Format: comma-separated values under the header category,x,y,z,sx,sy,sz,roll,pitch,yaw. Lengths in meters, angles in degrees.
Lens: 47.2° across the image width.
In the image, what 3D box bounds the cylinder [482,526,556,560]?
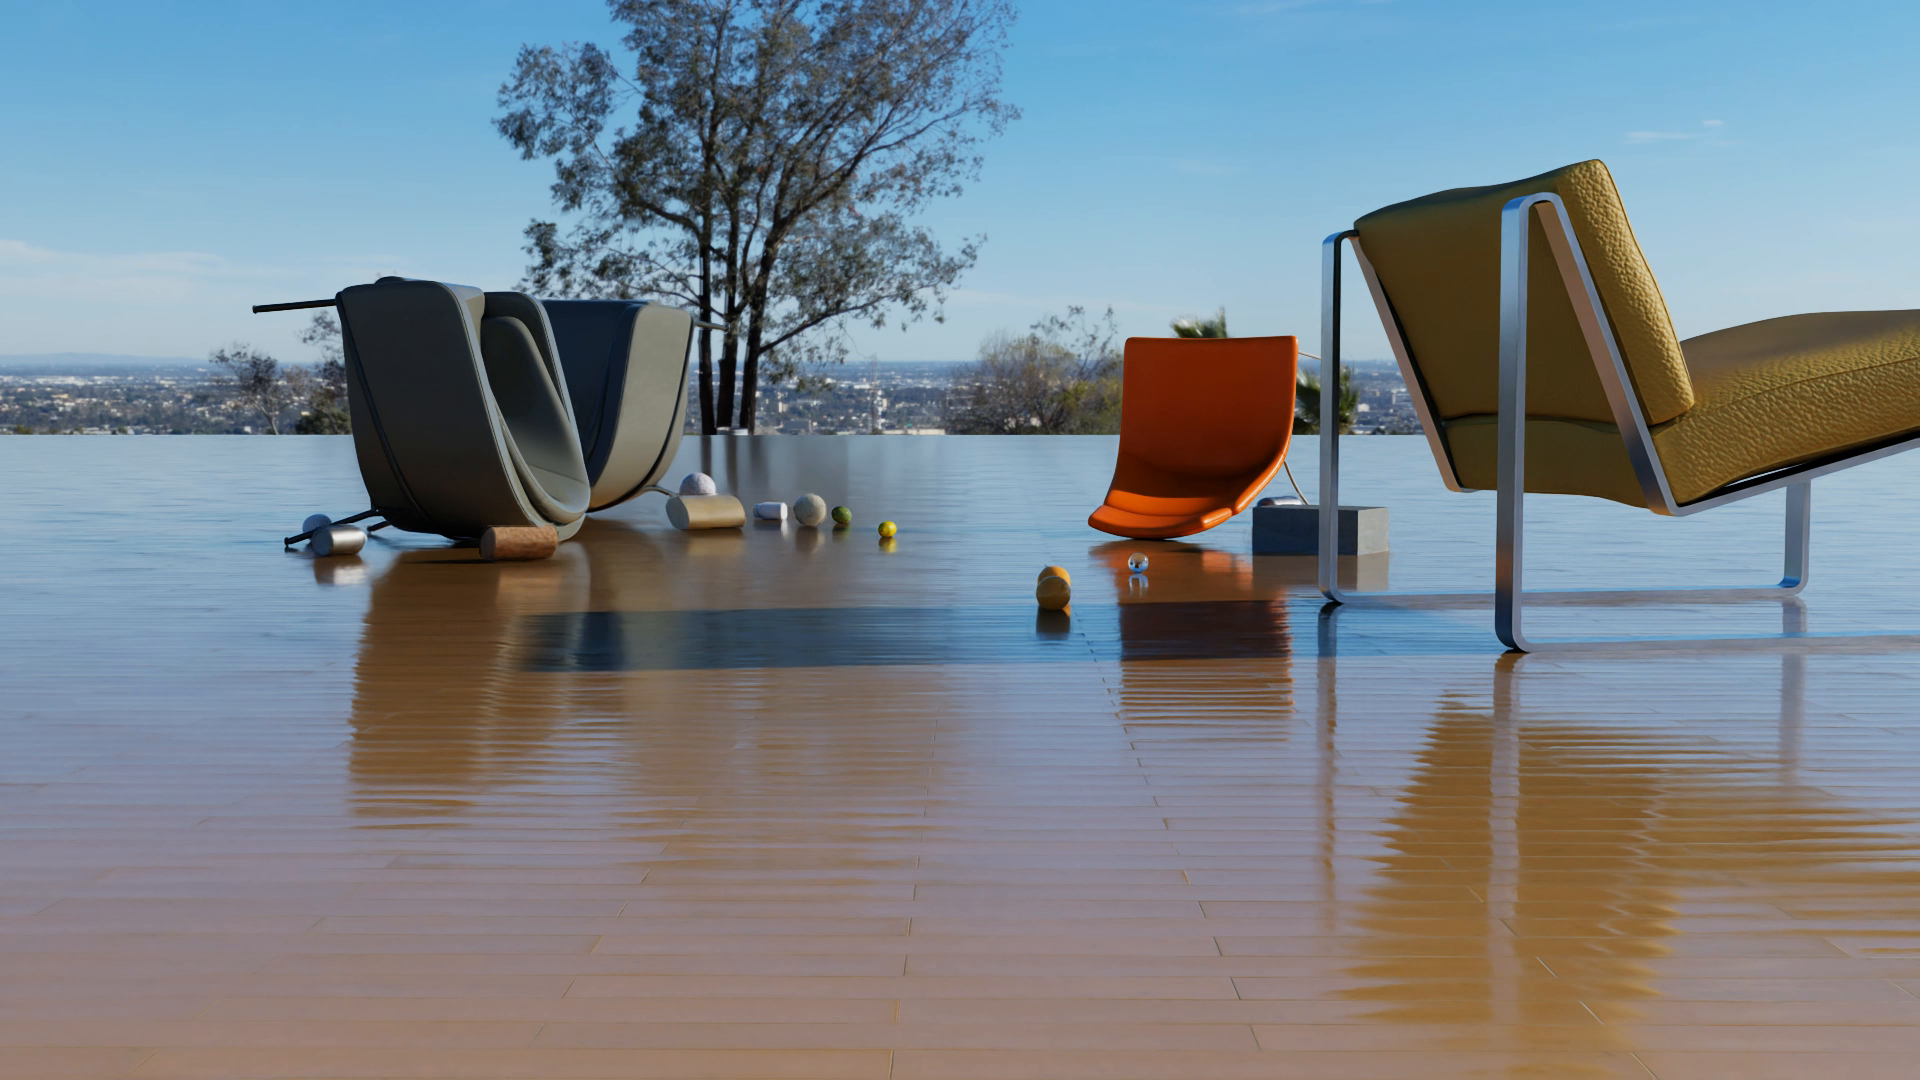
category,x,y,z,sx,sy,sz,roll,pitch,yaw
cylinder,-1.160,0.009,5.783,0.163,0.081,0.142,-2,-12,-28

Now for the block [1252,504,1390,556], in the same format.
category,x,y,z,sx,sy,sz,roll,pitch,yaw
block,1.003,-0.031,6.112,0.315,0.121,0.212,3,5,34

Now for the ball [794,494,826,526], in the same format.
category,x,y,z,sx,sy,sz,roll,pitch,yaw
ball,-0.493,-0.099,7.220,0.106,0.106,0.106,0,4,0

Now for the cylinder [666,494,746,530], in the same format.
category,x,y,z,sx,sy,sz,roll,pitch,yaw
cylinder,-0.817,-0.089,7.065,0.201,0.098,0.170,-3,23,-34

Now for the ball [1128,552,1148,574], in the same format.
category,x,y,z,sx,sy,sz,roll,pitch,yaw
ball,0.436,0.056,5.366,0.050,0.050,0.050,0,4,0

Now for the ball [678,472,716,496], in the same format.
category,x,y,z,sx,sy,sz,roll,pitch,yaw
ball,-0.981,-0.184,8.219,0.137,0.137,0.137,0,4,0
